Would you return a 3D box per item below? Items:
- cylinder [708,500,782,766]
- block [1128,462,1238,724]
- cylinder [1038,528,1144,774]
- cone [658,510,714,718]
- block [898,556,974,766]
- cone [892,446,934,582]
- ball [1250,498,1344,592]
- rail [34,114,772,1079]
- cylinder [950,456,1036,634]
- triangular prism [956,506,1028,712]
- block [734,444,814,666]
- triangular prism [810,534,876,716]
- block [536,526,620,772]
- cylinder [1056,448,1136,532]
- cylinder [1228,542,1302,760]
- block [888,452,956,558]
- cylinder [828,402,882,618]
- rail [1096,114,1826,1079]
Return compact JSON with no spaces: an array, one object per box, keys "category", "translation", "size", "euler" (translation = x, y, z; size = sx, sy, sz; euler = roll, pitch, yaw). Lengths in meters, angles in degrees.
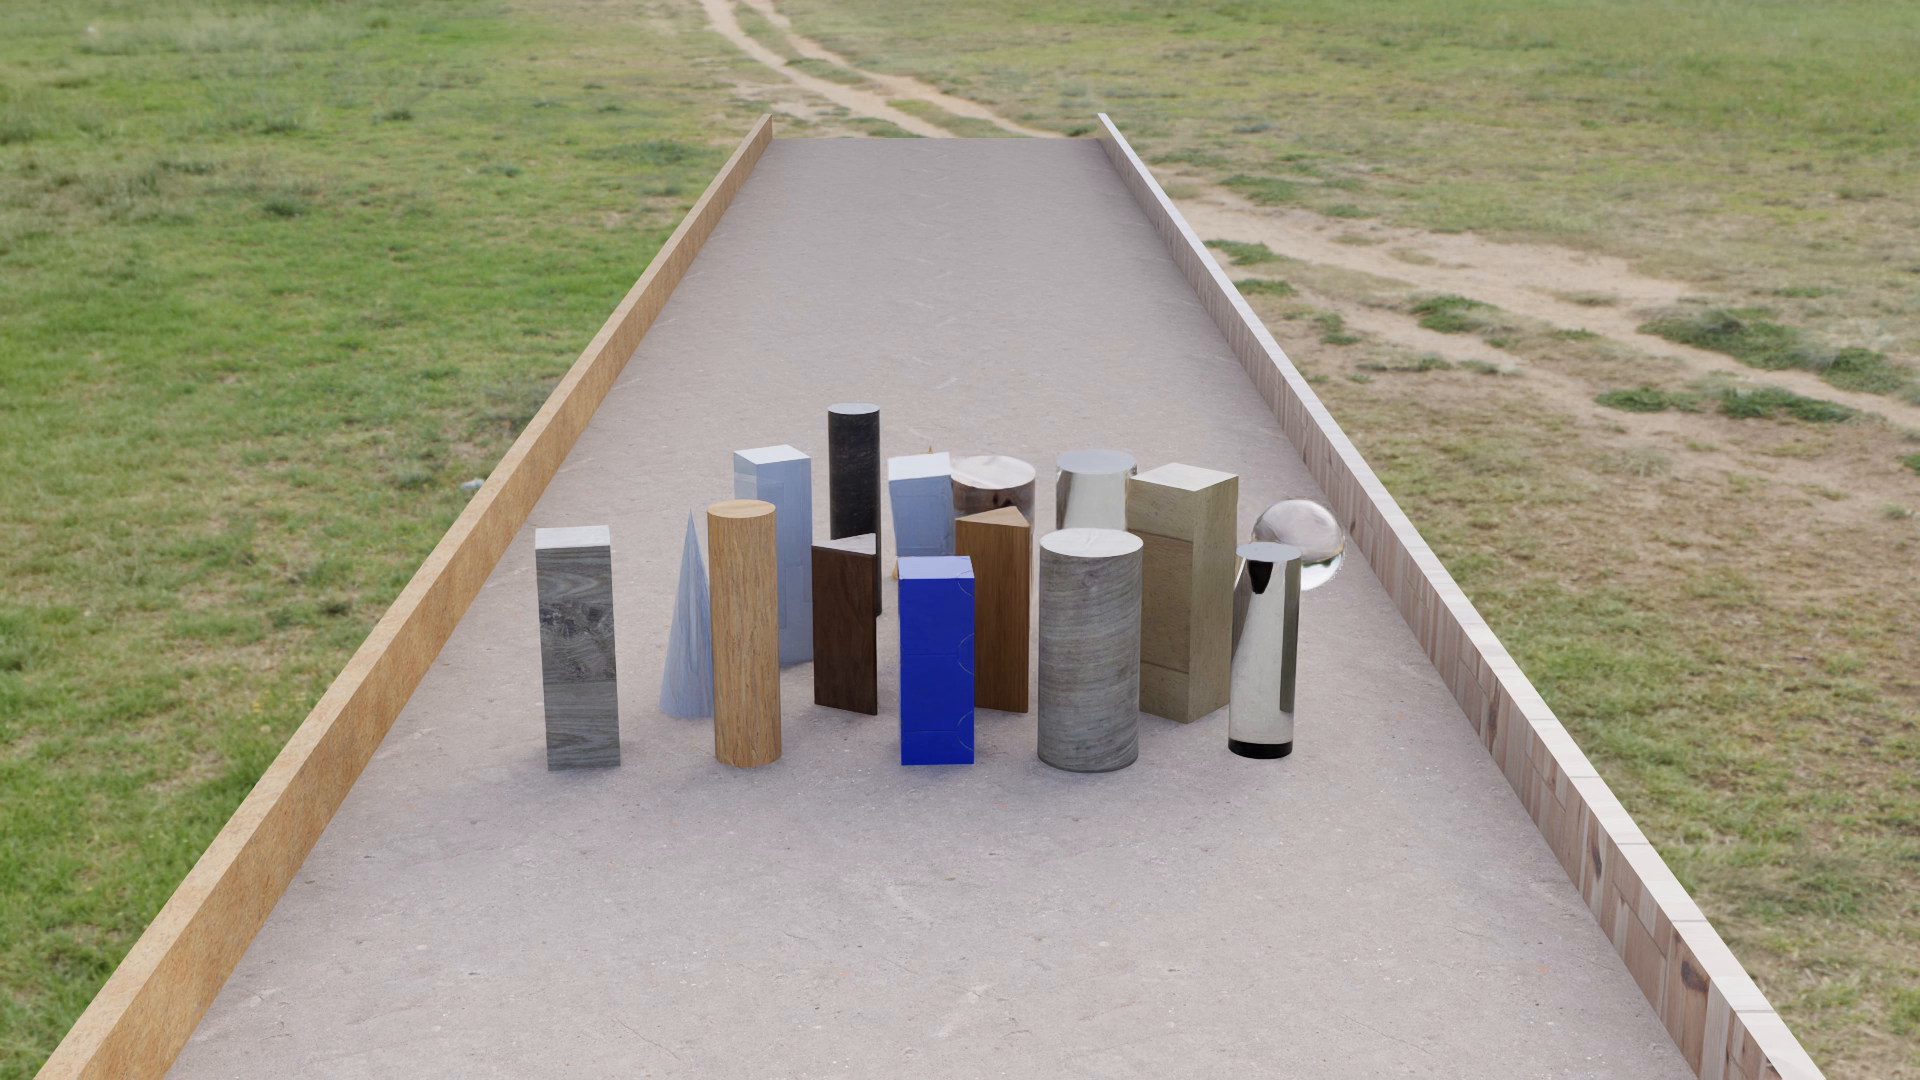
[{"category":"cylinder","translation":[-0.378,0.165,3.871],"size":[0.118,0.457,0.118],"euler":[0,17,0]},{"category":"block","translation":[0.412,0.098,4.112],"size":[0.146,0.448,0.146],"euler":[13,21,38]},{"category":"cylinder","translation":[0.229,0.193,3.881],"size":[0.180,0.396,0.180],"euler":[0,17,0]},{"category":"cone","translation":[-0.499,0.125,4.125],"size":[0.149,0.389,0.149],"euler":[0,17,0]},{"category":"block","translation":[-0.043,0.214,3.902],"size":[0.129,0.345,0.129],"euler":[-1,17,-3]},{"category":"cone","translation":[-0.065,-0.067,4.916],"size":[0.175,0.305,0.175],"euler":[0,17,0]},{"category":"ball","translation":[0.656,0.010,4.280],"size":[0.182,0.182,0.182],"euler":[0,17,0]},{"category":"rail","translation":[-1.118,-0.838,7.780],"size":[0.050,0.150,12.000],"euler":[0,17,-1]},{"category":"cylinder","translation":[0.063,0.022,4.504],"size":[0.176,0.350,0.176],"euler":[1,24,0]},{"category":"triangular prism","translation":[0.080,0.127,4.160],"size":[0.143,0.365,0.124],"euler":[6,18,19]},{"category":"block","translation":[-0.369,0.033,4.379],"size":[0.116,0.420,0.116],"euler":[-9,19,-27]},{"category":"triangular prism","translation":[-0.191,0.154,4.157],"size":[0.135,0.316,0.117],"euler":[8,19,26]},{"category":"block","translation":[-0.672,0.190,3.874],"size":[0.127,0.407,0.127],"euler":[-3,17,-10]},{"category":"cylinder","translation":[0.267,0.043,4.331],"size":[0.157,0.417,0.157],"euler":[-1,21,0]},{"category":"cylinder","translation":[0.542,0.198,3.916],"size":[0.116,0.368,0.116],"euler":[0,17,0]},{"category":"block","translation":[-0.061,0.038,4.363],"size":[0.120,0.399,0.120],"euler":[-6,24,0]},{"category":"cylinder","translation":[-0.221,-0.060,4.643],"size":[0.109,0.448,0.109],"euler":[0,17,0]},{"category":"rail","translation":[0.932,-0.844,7.801],"size":[0.050,0.150,12.000],"euler":[0,17,-1]}]
